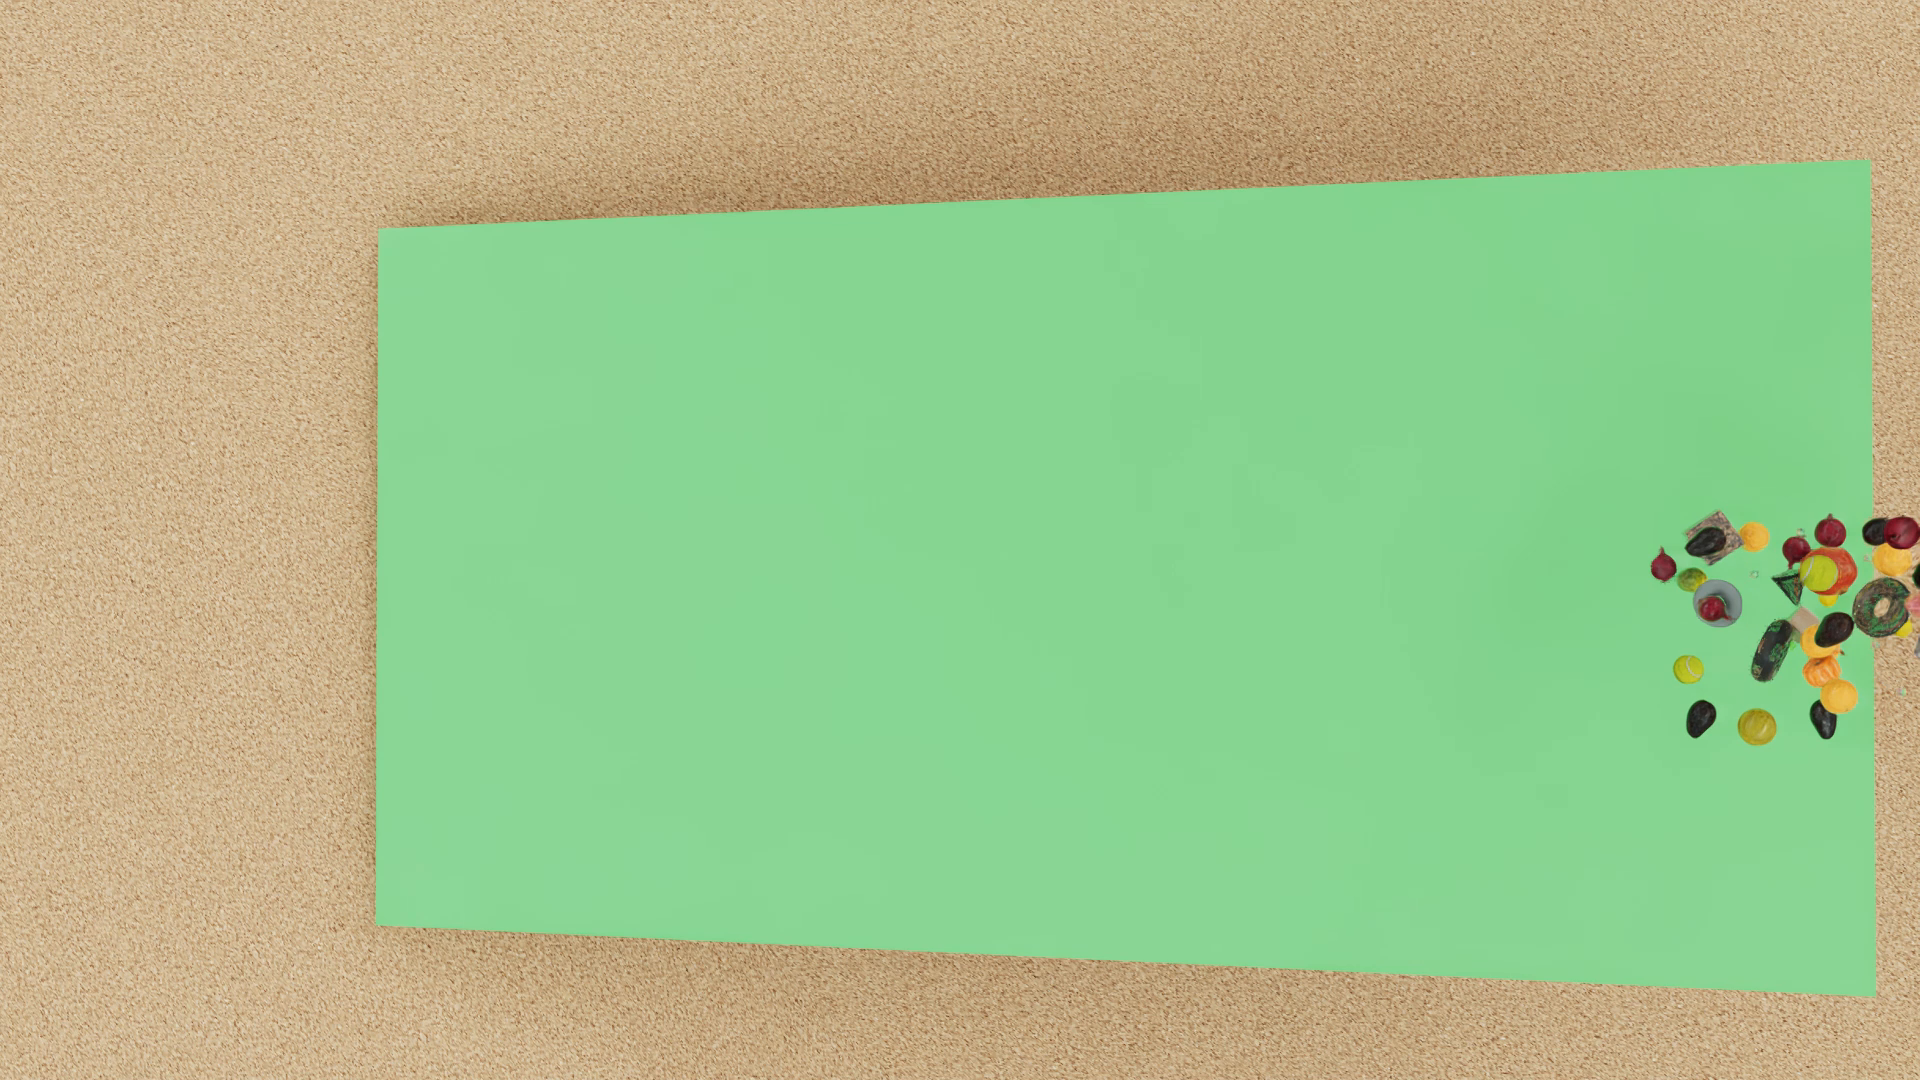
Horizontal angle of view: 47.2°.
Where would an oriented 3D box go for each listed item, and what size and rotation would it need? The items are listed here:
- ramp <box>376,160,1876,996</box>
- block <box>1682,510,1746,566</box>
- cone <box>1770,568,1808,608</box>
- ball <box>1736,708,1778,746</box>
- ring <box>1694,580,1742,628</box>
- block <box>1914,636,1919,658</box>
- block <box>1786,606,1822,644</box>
[{"bbox_3d":[0.267,0.097,5.832,4.000,0.100,2.000,0,89,15],"label":"ramp"},{"bbox_3d":[1.740,-0.005,5.083,0.094,0.094,0.094,-36,84,11],"label":"block"},{"bbox_3d":[1.893,0.116,4.994,0.083,0.083,0.083,-15,92,0],"label":"cone"},{"bbox_3d":[1.752,0.411,4.832,0.084,0.084,0.084,0,89,0],"label":"ball"},{"bbox_3d":[1.722,0.144,4.996,0.114,0.038,0.114,1,74,-3],"label":"ring"},{"bbox_3d":[1.951,0.201,4.326,0.088,0.088,0.088,36,52,-1],"label":"block"},{"bbox_3d":[1.850,0.187,4.841,0.054,0.054,0.054,43,77,9],"label":"block"}]
